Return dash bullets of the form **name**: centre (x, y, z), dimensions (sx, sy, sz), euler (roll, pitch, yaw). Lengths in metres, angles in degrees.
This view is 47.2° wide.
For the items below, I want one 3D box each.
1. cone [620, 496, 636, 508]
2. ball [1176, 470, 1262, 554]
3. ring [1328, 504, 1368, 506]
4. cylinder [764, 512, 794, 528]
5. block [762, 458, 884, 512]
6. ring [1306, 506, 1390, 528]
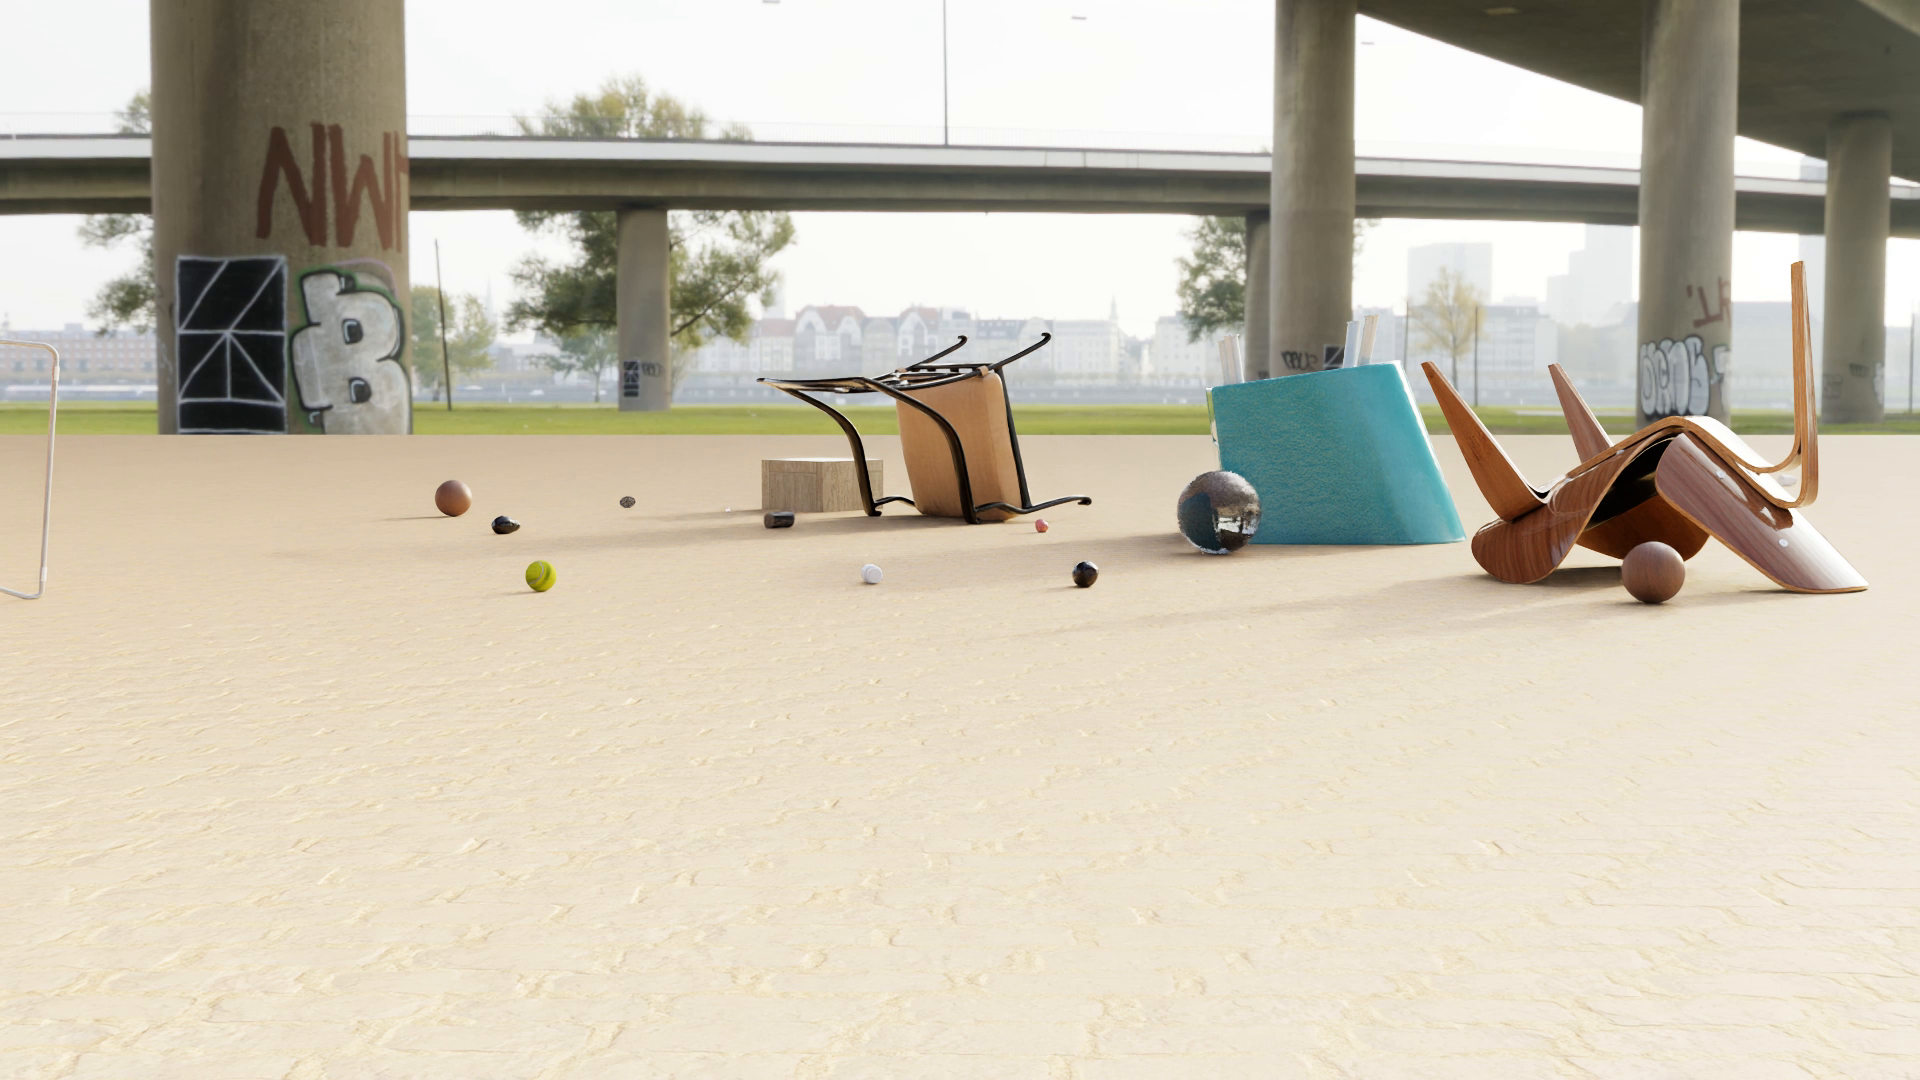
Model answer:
- **cone**: centre (-1.255, -0.135, 8.349), dimensions (0.062, 0.047, 0.063), euler (-2, -17, 4)
- **ball**: centre (0.703, -0.076, 5.974), dimensions (0.229, 0.229, 0.229), euler (0, 4, 0)
- **ring**: centre (1.333, -0.096, 7.576), dimensions (0.181, 0.052, 0.276), euler (1, 4, 23)
- **cylinder**: centre (-0.584, -0.065, 7.106), dimensions (0.087, 0.057, 0.049), euler (-4, 49, -43)
- **block**: centre (-0.514, -0.209, 8.227), dimensions (0.329, 0.186, 0.313), euler (4, 5, 42)
- **ring**: centre (1.284, -0.078, 7.269), dimensions (0.272, 0.059, 0.347), euler (2, 4, 22)
